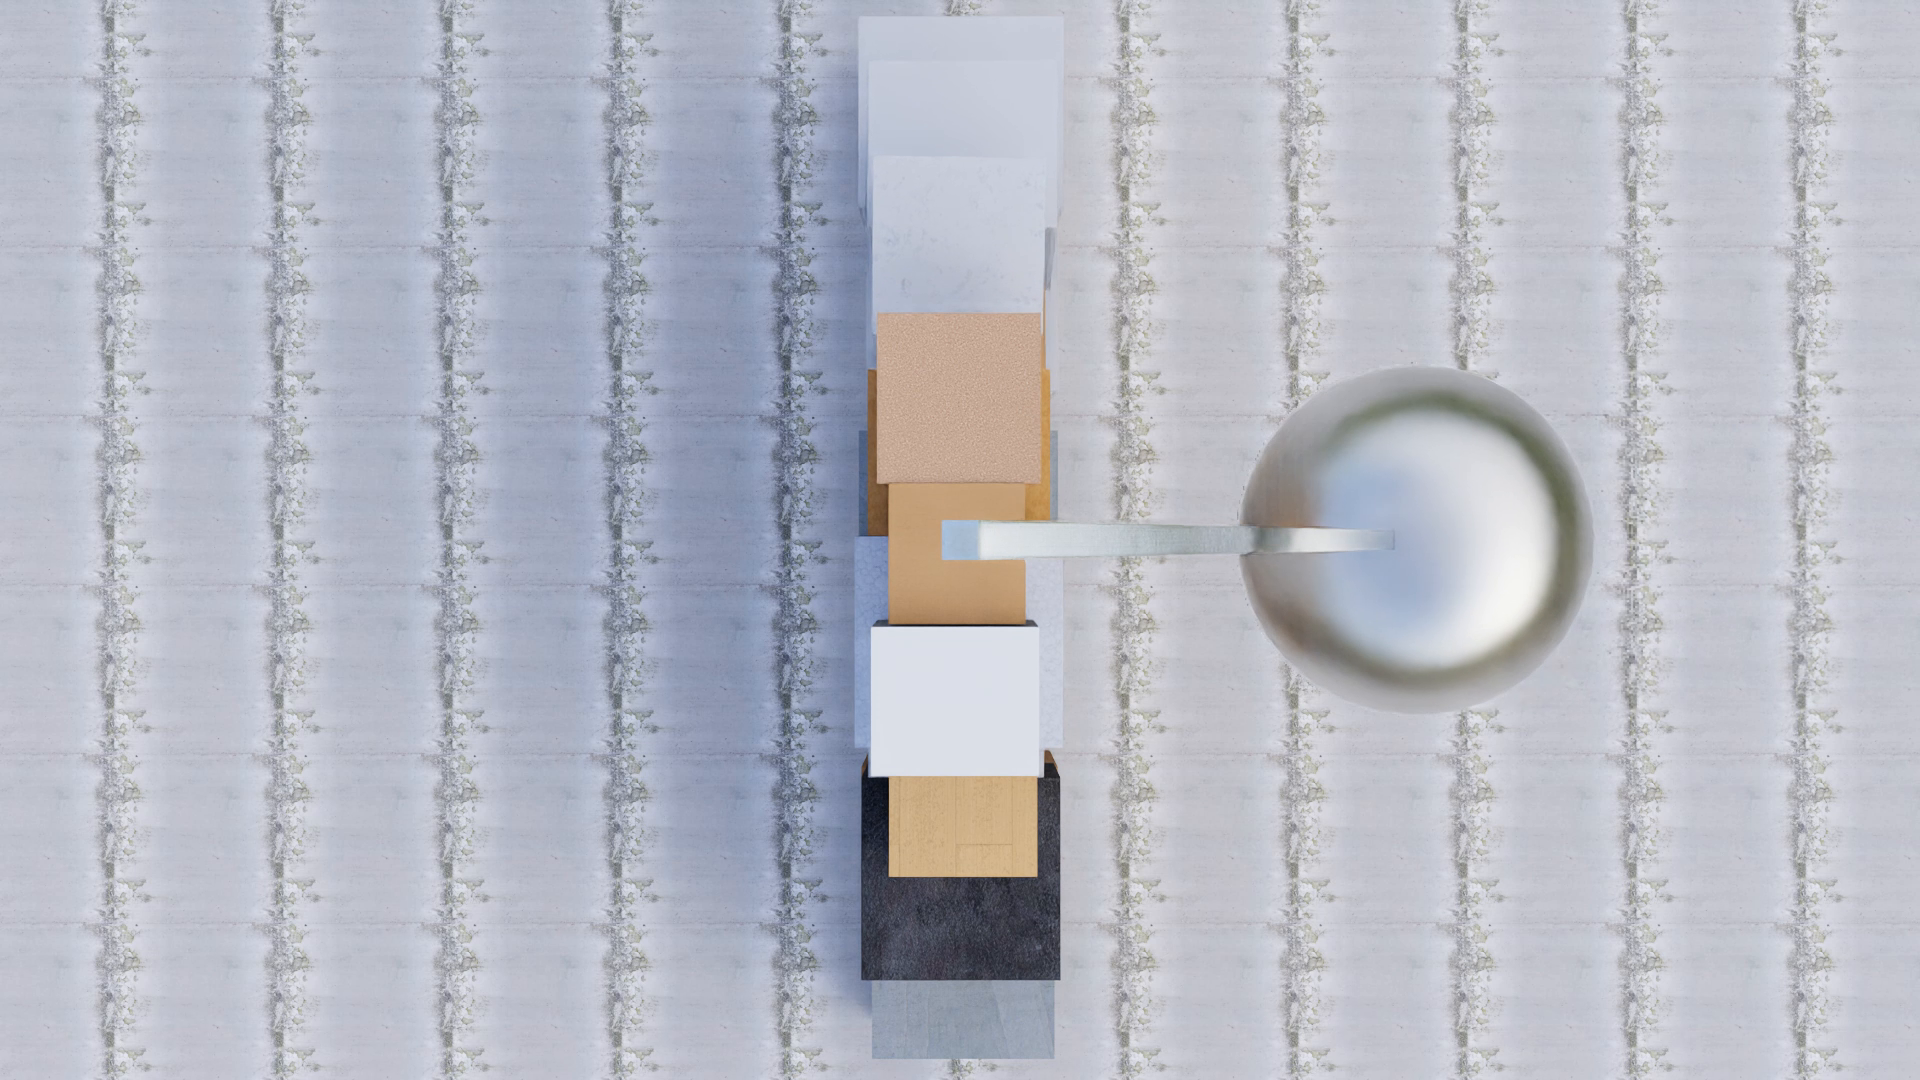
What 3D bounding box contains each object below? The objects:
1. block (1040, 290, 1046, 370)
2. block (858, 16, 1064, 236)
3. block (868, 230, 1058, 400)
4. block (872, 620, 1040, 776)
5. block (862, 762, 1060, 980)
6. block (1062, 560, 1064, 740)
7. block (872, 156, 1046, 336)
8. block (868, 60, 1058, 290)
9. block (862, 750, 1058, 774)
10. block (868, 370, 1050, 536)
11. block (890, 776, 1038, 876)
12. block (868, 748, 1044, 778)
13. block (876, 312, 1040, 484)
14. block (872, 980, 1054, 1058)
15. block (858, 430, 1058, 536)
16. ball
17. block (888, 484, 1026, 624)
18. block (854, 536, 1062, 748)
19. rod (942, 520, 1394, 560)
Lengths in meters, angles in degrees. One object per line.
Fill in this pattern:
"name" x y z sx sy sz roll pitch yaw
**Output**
"block" 0.007 -1.019 11.561 0.849 0.953 0.934 0 90 0
"block" 0.006 -2.320 12.462 1.110 1.077 1.036 0 90 0
"block" 0.013 -1.305 12.519 1.043 0.963 0.973 0 90 0
"block" -0.019 0.637 9.036 0.665 0.657 0.590 0 90 0
"block" 0.004 1.591 10.673 0.933 0.759 0.948 0 89 0
"block" 0.008 0.607 12.552 1.133 0.896 0.987 0 90 0
"block" -0.007 -1.298 9.833 0.740 0.723 0.757 1 95 0
"block" 0.011 -1.756 10.702 0.880 0.869 0.834 0 77 0
"block" -0.002 1.676 11.540 0.988 0.976 1.058 0 89 0
"block" -0.005 -0.384 9.834 0.784 0.787 0.714 0 91 0
"block" 0.014 1.188 10.027 0.658 0.537 0.613 0 90 0
"block" -0.018 0.656 10.693 0.824 0.776 0.909 0 90 0
"block" -0.004 -0.574 9.118 0.656 0.638 0.682 0 91 0
"block" 0.018 2.392 12.513 0.998 0.974 0.892 0 90 0
"block" -0.008 -0.088 11.594 1.004 1.023 0.918 0 89 0
"ball" 2.074 0.000 10.055 1.600 1.600 1.600 0 90 0
"block" -0.011 0.053 9.077 0.549 0.565 0.564 0 90 0
"block" -0.006 0.431 9.833 0.885 0.940 0.899 0 90 0
"rod" 0.899 0.000 6.864 0.080 5.200 0.080 0 90 20
